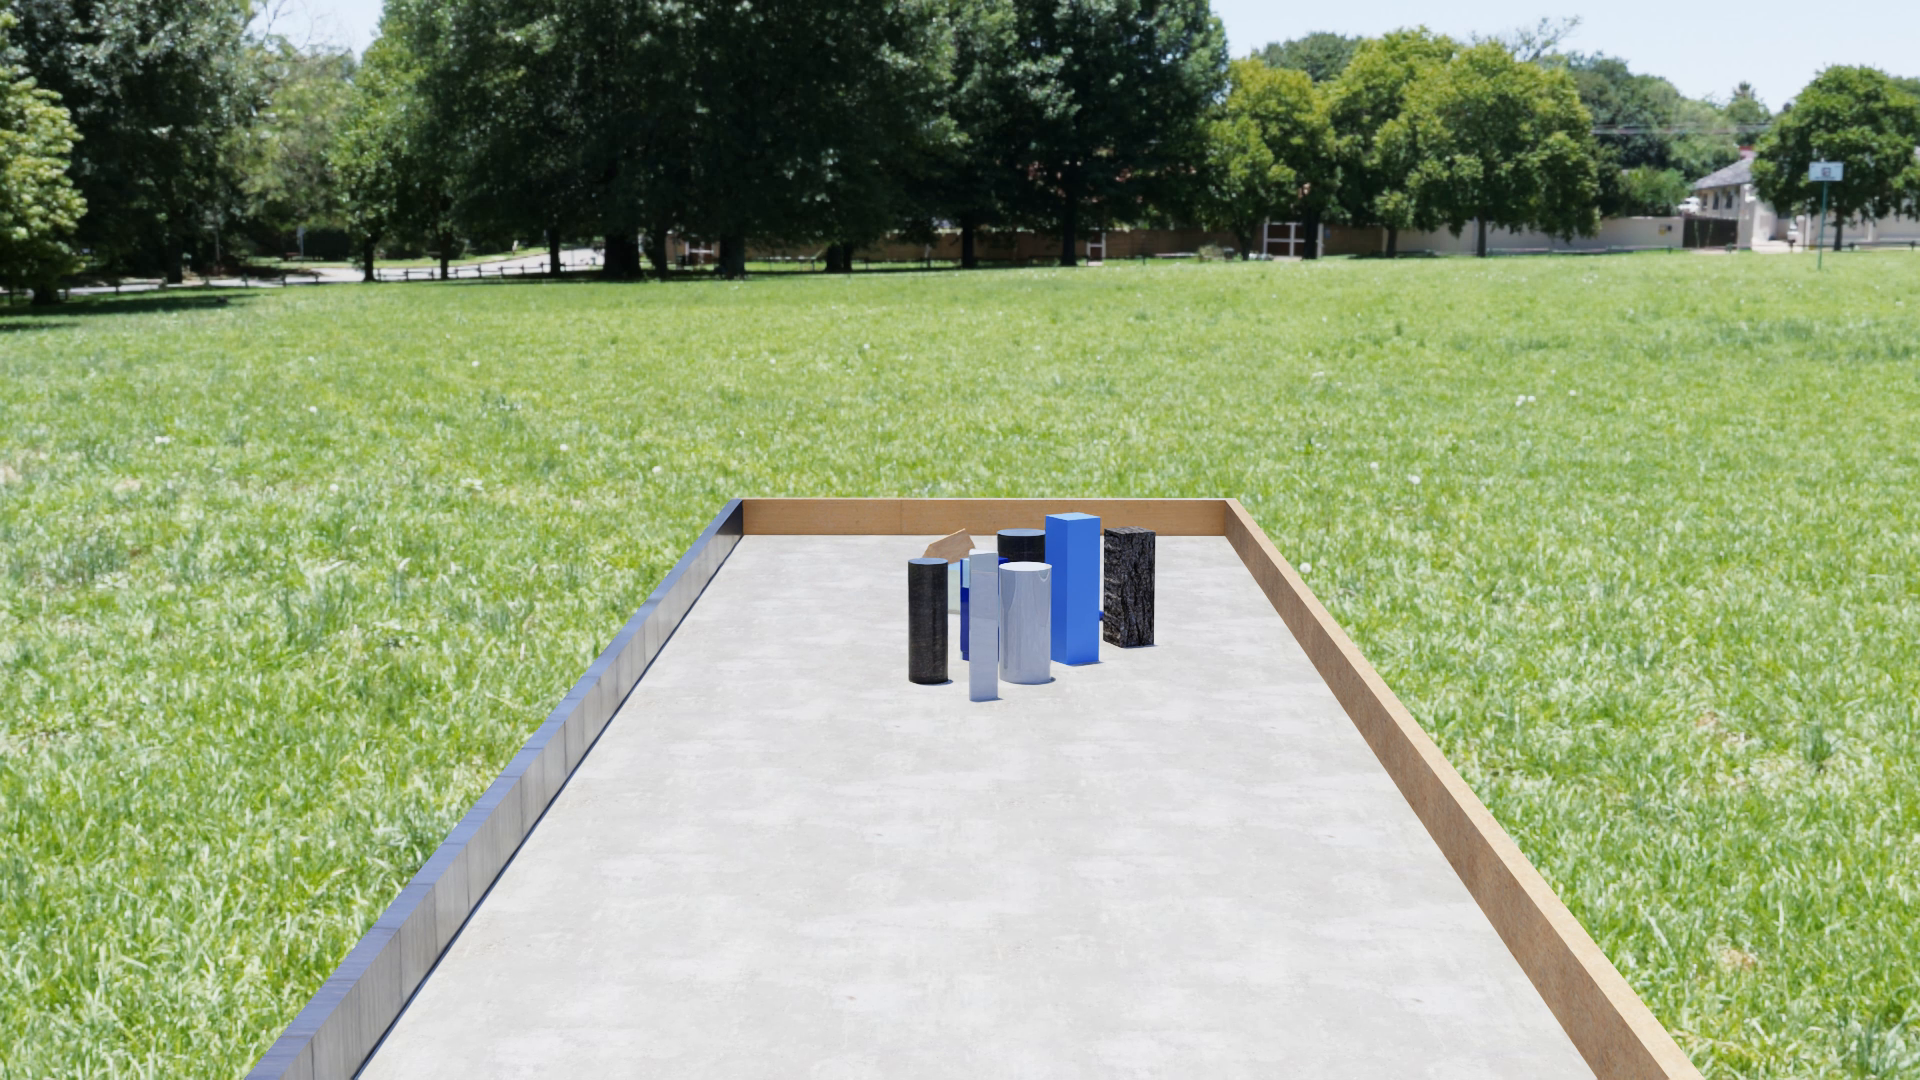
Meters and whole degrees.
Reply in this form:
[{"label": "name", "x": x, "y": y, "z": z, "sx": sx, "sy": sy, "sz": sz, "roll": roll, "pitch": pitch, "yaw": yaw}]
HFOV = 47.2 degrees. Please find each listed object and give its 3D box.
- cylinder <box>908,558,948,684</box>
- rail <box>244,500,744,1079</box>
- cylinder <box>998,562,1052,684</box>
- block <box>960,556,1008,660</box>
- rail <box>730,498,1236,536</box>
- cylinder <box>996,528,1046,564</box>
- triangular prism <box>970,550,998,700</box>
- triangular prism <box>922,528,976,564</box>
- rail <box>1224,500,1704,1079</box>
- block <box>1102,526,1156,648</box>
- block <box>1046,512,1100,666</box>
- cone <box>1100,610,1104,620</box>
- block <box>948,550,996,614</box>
[{"label": "cylinder", "x": -0.093, "y": 0.235, "z": 6.401, "sx": 0.117, "sy": 0.353, "sz": 0.117, "roll": 0, "pitch": 9, "yaw": 0}, {"label": "rail", "x": -1.004, "y": 0.839, "z": 3.234, "sx": 0.050, "sy": 0.150, "sz": 12.000, "roll": 0, "pitch": 9, "yaw": 1}, {"label": "cylinder", "x": 0.190, "y": 0.241, "z": 6.430, "sx": 0.153, "sy": 0.332, "sz": 0.153, "roll": 0, "pitch": 9, "yaw": 0}, {"label": "block", "x": 0.074, "y": 0.210, "z": 6.693, "sx": 0.105, "sy": 0.311, "sz": 0.105, "roll": 8, "pitch": 12, "yaw": 41}, {"label": "rail", "x": 0.099, "y": -0.098, "z": 9.147, "sx": 2.100, "sy": 0.150, "sz": 0.050, "roll": 0, "pitch": 9, "yaw": 1}, {"label": "cylinder", "x": 0.195, "y": 0.150, "z": 6.932, "sx": 0.159, "sy": 0.353, "sz": 0.159, "roll": 0, "pitch": 9, "yaw": 0}, {"label": "triangular prism", "x": 0.049, "y": 0.237, "z": 6.188, "sx": 0.091, "sy": 0.416, "sz": 0.079, "roll": -5, "pitch": 10, "yaw": -27}, {"label": "triangular prism", "x": -0.046, "y": 0.032, "z": 8.484, "sx": 0.111, "sy": 0.096, "sz": 0.393, "roll": 3, "pitch": 9, "yaw": 19}, {"label": "rail", "x": 1.046, "y": 0.843, "z": 3.208, "sx": 0.050, "sy": 0.150, "sz": 12.000, "roll": 0, "pitch": 9, "yaw": 1}, {"label": "block", "x": 0.533, "y": 0.147, "z": 6.932, "sx": 0.120, "sy": 0.361, "sz": 0.120, "roll": -4, "pitch": 10, "yaw": -23}, {"label": "block", "x": 0.341, "y": 0.146, "z": 6.676, "sx": 0.120, "sy": 0.441, "sz": 0.120, "roll": -6, "pitch": 11, "yaw": -31}, {"label": "cone", "x": 0.349, "y": 0.234, "z": 7.306, "sx": 0.431, "sy": 0.144, "sz": 0.144, "roll": 8, "pitch": 8, "yaw": -9}, {"label": "block", "x": 0.089, "y": 0.148, "z": 7.594, "sx": 0.151, "sy": 0.151, "sz": 0.417, "roll": 5, "pitch": 10, "yaw": 28}]
